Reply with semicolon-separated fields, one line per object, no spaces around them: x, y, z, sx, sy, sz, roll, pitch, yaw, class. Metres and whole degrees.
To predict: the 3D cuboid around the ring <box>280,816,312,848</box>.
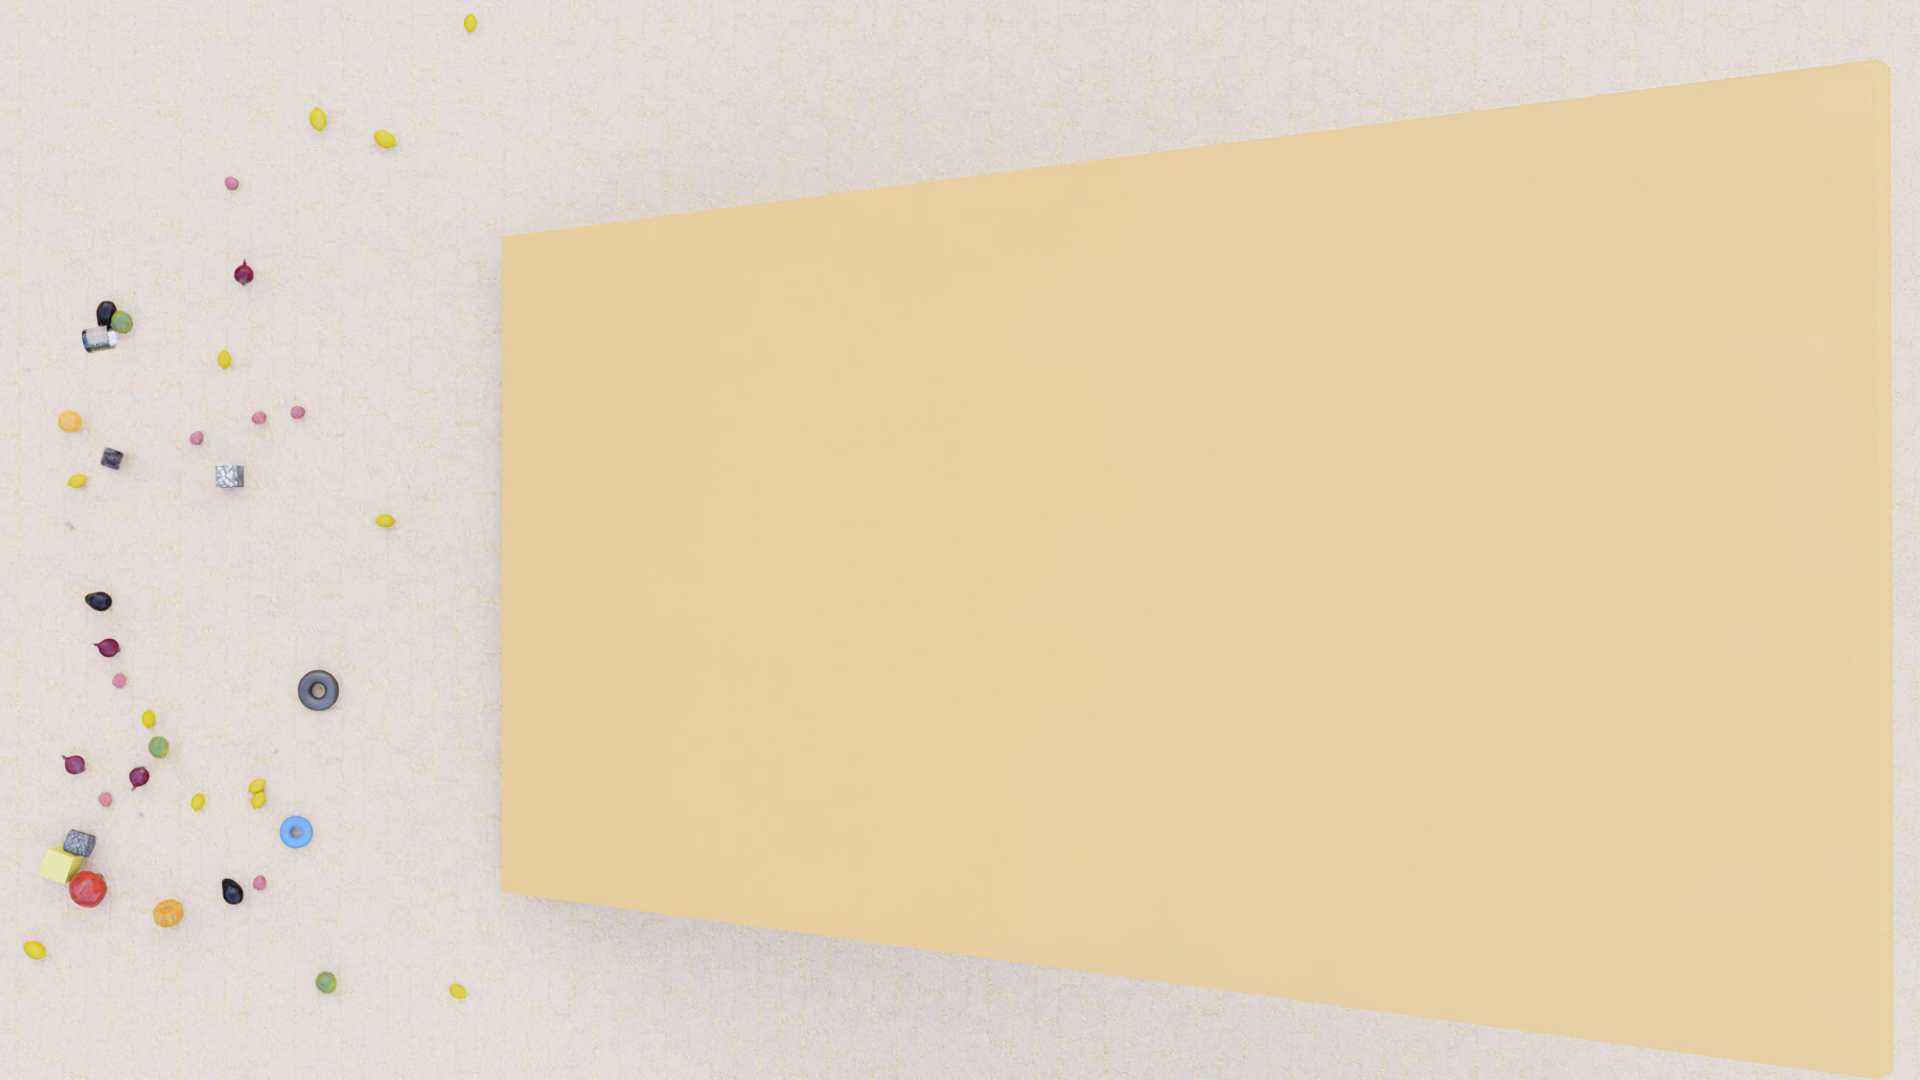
-2.043;0.899;6.769;0.102;0.034;0.102;0;91;0;ring

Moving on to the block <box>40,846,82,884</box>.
-2.755;0.995;6.744;0.083;0.083;0.083;19;90;0;block

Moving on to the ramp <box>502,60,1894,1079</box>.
0.232;0.065;5.550;4.000;0.100;2.000;0;89;37;ramp

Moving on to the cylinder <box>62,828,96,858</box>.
-2.703;0.931;6.751;0.070;0.070;0.070;20;90;8;cylinder

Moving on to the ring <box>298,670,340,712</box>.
-1.975;0.463;6.768;0.129;0.043;0.129;0;90;1;ring

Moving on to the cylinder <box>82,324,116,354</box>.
-2.646;-0.617;6.759;0.076;0.076;0.076;-11;90;0;cylinder

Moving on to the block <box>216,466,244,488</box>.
-2.245;-0.196;6.761;0.065;0.065;0.065;-1;90;0;block
